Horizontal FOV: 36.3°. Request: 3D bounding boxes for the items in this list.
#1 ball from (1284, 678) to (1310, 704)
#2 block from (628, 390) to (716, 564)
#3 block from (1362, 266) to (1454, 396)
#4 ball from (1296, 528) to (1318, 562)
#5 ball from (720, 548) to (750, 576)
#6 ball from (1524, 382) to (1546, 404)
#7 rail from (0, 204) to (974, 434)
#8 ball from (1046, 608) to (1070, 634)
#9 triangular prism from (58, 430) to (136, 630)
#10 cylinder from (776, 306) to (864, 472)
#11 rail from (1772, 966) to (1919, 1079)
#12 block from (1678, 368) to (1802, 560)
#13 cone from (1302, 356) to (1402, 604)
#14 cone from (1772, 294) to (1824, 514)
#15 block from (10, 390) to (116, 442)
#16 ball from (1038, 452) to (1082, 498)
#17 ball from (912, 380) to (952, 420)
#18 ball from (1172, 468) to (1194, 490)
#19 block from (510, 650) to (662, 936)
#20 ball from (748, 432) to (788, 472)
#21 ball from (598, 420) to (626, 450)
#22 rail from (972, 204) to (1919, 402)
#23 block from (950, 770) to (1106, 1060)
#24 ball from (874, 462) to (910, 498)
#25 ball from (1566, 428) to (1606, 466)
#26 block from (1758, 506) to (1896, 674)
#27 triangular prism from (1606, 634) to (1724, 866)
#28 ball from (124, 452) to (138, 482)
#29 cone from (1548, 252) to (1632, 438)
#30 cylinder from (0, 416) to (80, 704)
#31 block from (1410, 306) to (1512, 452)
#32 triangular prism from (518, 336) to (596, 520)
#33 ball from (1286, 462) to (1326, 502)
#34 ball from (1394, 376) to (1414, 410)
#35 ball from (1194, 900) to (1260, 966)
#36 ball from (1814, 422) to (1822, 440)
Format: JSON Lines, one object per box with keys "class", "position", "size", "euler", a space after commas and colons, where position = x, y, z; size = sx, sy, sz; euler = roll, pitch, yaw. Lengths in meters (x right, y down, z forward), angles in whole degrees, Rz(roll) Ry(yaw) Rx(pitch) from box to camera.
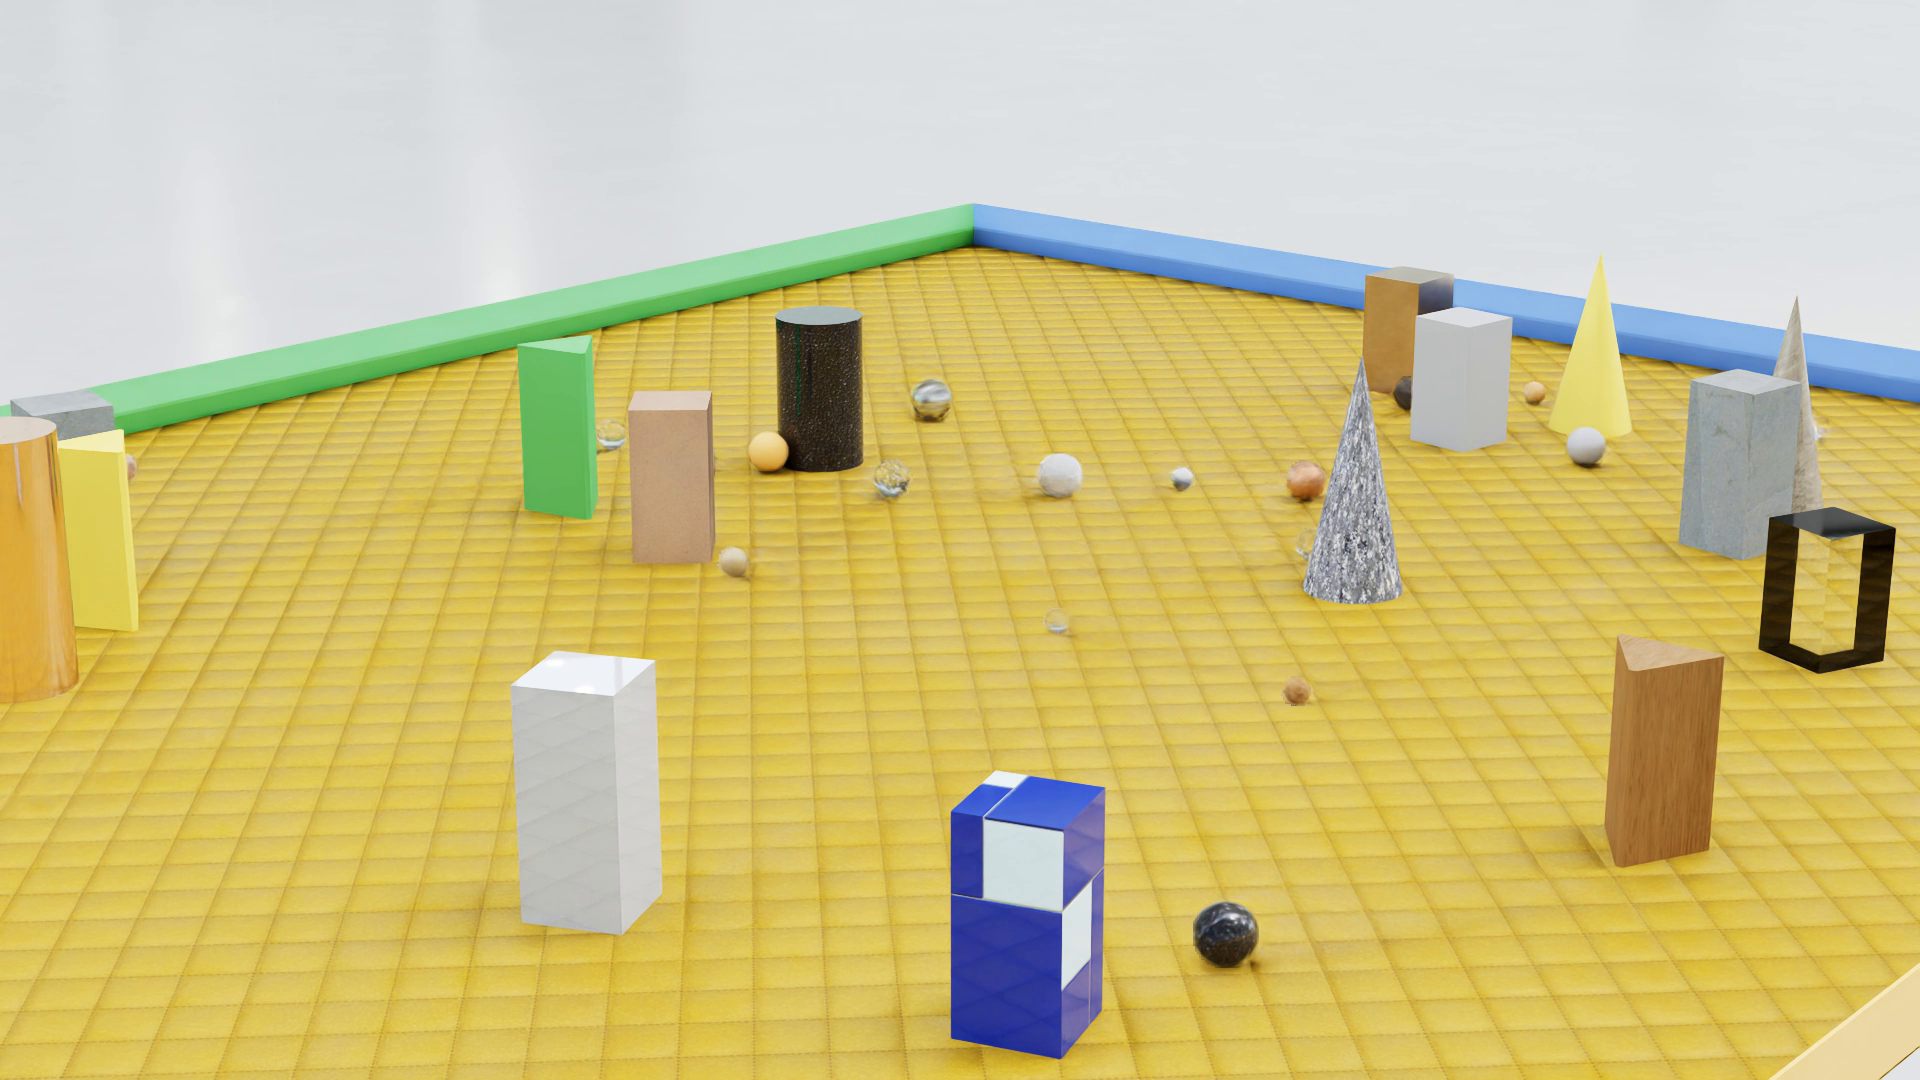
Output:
{"class": "ball", "position": [0.525, 0.235, 4.568], "size": [0.041, 0.041, 0.041], "euler": [0, 17, 0]}
{"class": "block", "position": [-0.520, -0.115, 5.303], "size": [0.140, 0.284, 0.140], "euler": [0, 17, -1]}
{"class": "block", "position": [0.990, -0.460, 6.484], "size": [0.140, 0.258, 0.140], "euler": [15, 22, 40]}
{"class": "ball", "position": [0.637, 0.010, 5.269], "size": [0.064, 0.064, 0.064], "euler": [0, 17, 0]}
{"class": "ball", "position": [-0.400, 0.039, 5.195], "size": [0.052, 0.052, 0.052], "euler": [0, 17, 0]}
{"class": "ball", "position": [1.252, -0.320, 6.384], "size": [0.048, 0.048, 0.048], "euler": [0, 17, 0]}
{"class": "rail", "position": [-1.500, -0.350, 6.369], "size": [0.045, 0.113, 4.737], "euler": [14, 22, 39]}
{"class": "ball", "position": [0.163, 0.135, 4.899], "size": [0.040, 0.040, 0.040], "euler": [0, 17, 0]}
{"class": "triangular prism", "position": [-1.437, -0.020, 4.946], "size": [0.151, 0.310, 0.131], "euler": [5, 17, 15]}
{"class": "cylinder", "position": [-0.282, -0.305, 5.899], "size": [0.174, 0.301, 0.174], "euler": [0, 17, 0]}
{"class": "rail", "position": [1.500, 0.407, 3.876], "size": [0.045, 0.113, 4.737], "euler": [14, 22, 39]}
{"class": "block", "position": [1.420, -0.139, 5.339], "size": [0.140, 0.309, 0.140], "euler": [-13, 21, -37]}
{"class": "cone", "position": [0.687, -0.118, 5.072], "size": [0.174, 0.424, 0.174], "euler": [0, 17, 0]}
{"class": "cone", "position": [1.548, -0.248, 5.483], "size": [0.174, 0.435, 0.174], "euler": [0, 17, 0]}
{"class": "block", "position": [-1.575, -0.092, 5.183], "size": [0.140, 0.311, 0.140], "euler": [-11, 20, -31]}
{"class": "ball", "position": [0.193, -0.126, 5.678], "size": [0.087, 0.087, 0.087], "euler": [0, 17, 0]}
{"class": "ball", "position": [-0.060, -0.299, 6.248], "size": [0.087, 0.087, 0.087], "euler": [0, 17, 0]}
{"class": "ball", "position": [0.435, -0.120, 5.734], "size": [0.043, 0.043, 0.043], "euler": [0, 17, 0]}
{"class": "block", "position": [-0.480, 0.325, 3.785], "size": [0.140, 0.325, 0.140], "euler": [5, 18, 15]}
{"class": "ball", "position": [-0.382, -0.176, 5.856], "size": [0.080, 0.080, 0.080], "euler": [0, 17, 0]}
{"class": "ball", "position": [-0.715, -0.215, 6.019], "size": [0.060, 0.060, 0.060], "euler": [0, 17, 0]}
{"class": "rail", "position": [1.537, -0.486, 6.816], "size": [4.021, 0.113, 0.045], "euler": [14, 22, 39]}
{"class": "block", "position": [0.080, 0.441, 3.465], "size": [0.140, 0.289, 0.140], "euler": [7, 18, 22]}
{"class": "ball", "position": [-0.131, -0.118, 5.682], "size": [0.070, 0.070, 0.070], "euler": [0, 17, 0]}
{"class": "ball", "position": [1.260, -0.189, 5.902], "size": [0.077, 0.077, 0.077], "euler": [0, 17, 0]}
{"class": "block", "position": [1.407, 0.080, 4.762], "size": [0.140, 0.226, 0.140], "euler": [-9, 19, -26]}
{"class": "triangular prism", "position": [0.931, 0.281, 4.005], "size": [0.151, 0.281, 0.131], "euler": [-7, 18, -23]}
{"class": "ball", "position": [-1.653, -0.142, 5.772], "size": [0.063, 0.063, 0.063], "euler": [0, 17, 0]}
{"class": "cone", "position": [1.333, -0.420, 6.147], "size": [0.174, 0.377, 0.174], "euler": [0, 17, 0]}
{"class": "cylinder", "position": [-1.489, 0.030, 4.597], "size": [0.174, 0.417, 0.174], "euler": [0, 17, 0]}
{"class": "block", "position": [1.035, -0.333, 6.058], "size": [0.140, 0.262, 0.140], "euler": [-14, 22, -39]}
{"class": "triangular prism", "position": [-0.736, -0.220, 5.584], "size": [0.151, 0.322, 0.131], "euler": [9, 19, 27]}
{"class": "ball", "position": [0.668, -0.113, 5.655], "size": [0.076, 0.076, 0.076], "euler": [0, 17, 0]}
{"class": "ball", "position": [0.973, -0.316, 6.327], "size": [0.073, 0.073, 0.073], "euler": [0, 17, 0]}
{"class": "ball", "position": [0.333, 0.491, 3.658], "size": [0.082, 0.082, 0.082], "euler": [0, 17, 0]}
{"class": "ball", "position": [1.768, -0.225, 6.083], "size": [0.042, 0.042, 0.042], "euler": [0, 17, 0]}
